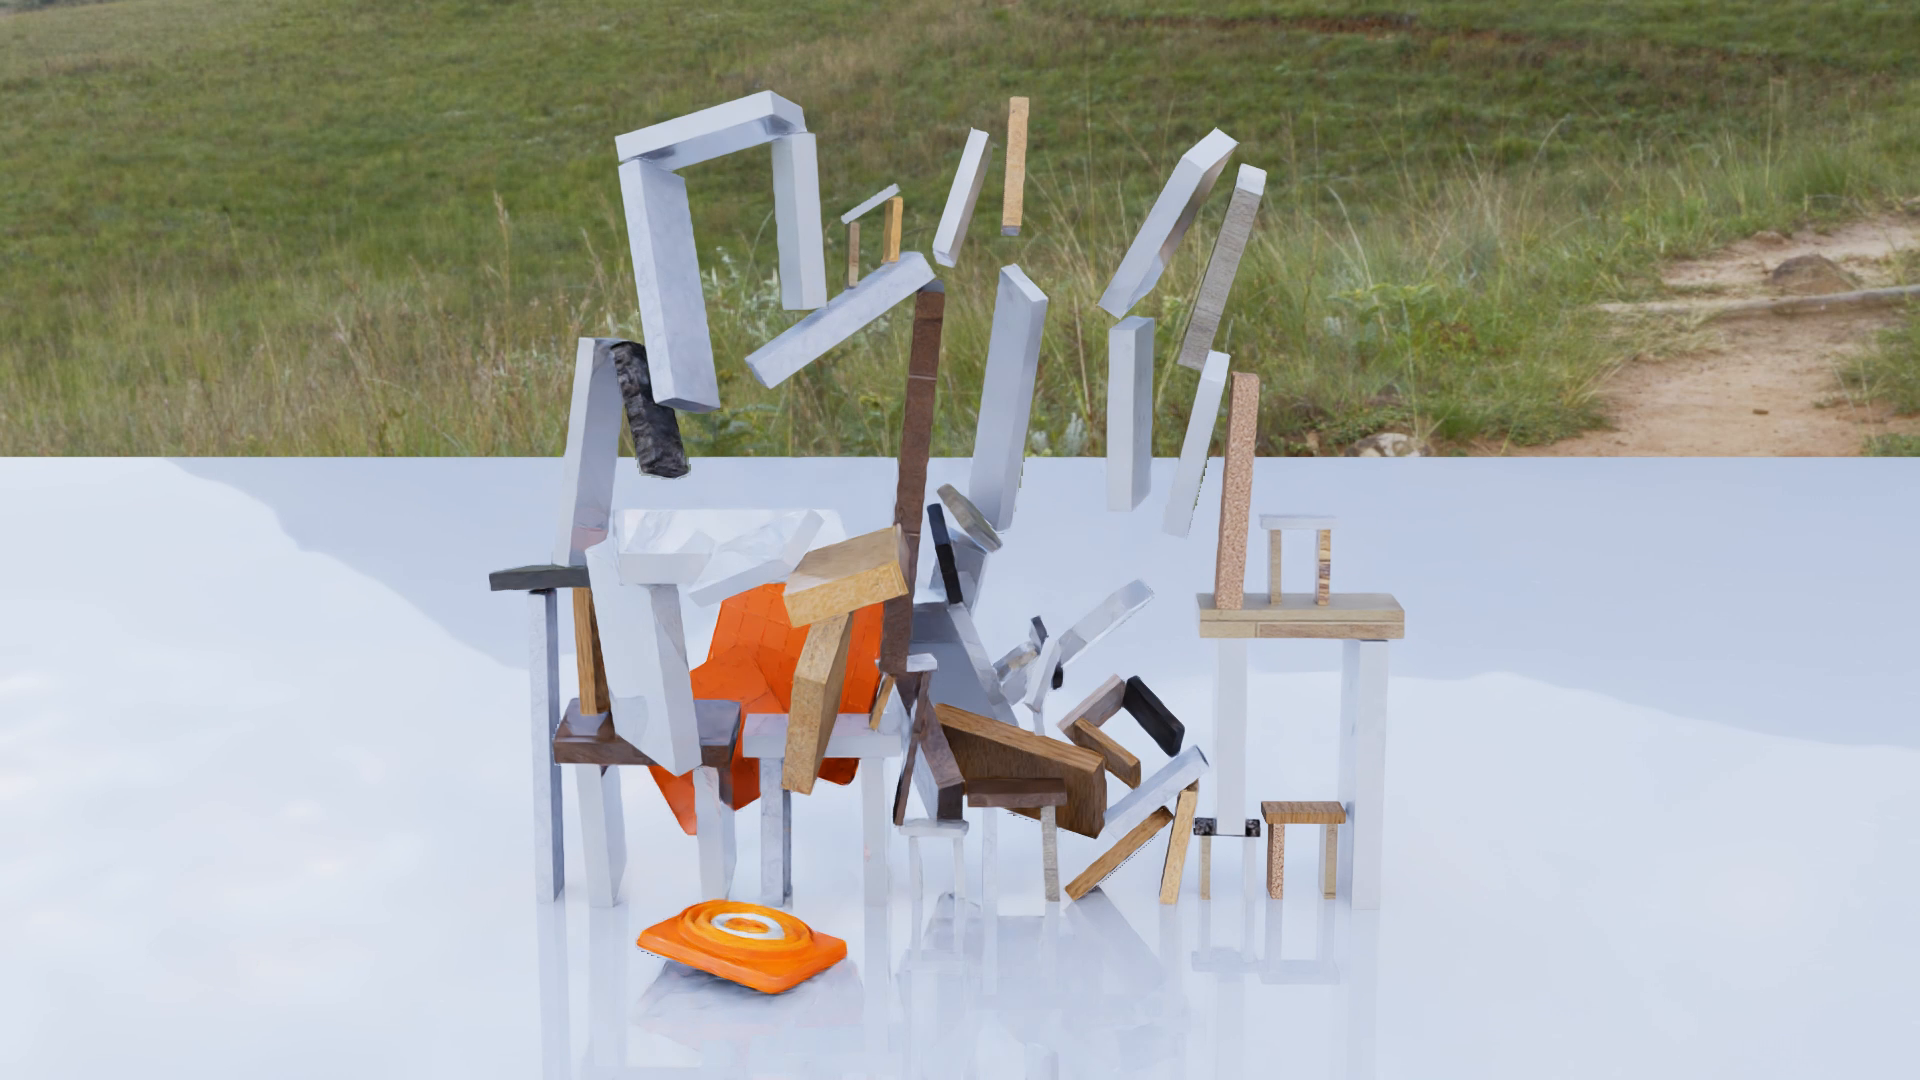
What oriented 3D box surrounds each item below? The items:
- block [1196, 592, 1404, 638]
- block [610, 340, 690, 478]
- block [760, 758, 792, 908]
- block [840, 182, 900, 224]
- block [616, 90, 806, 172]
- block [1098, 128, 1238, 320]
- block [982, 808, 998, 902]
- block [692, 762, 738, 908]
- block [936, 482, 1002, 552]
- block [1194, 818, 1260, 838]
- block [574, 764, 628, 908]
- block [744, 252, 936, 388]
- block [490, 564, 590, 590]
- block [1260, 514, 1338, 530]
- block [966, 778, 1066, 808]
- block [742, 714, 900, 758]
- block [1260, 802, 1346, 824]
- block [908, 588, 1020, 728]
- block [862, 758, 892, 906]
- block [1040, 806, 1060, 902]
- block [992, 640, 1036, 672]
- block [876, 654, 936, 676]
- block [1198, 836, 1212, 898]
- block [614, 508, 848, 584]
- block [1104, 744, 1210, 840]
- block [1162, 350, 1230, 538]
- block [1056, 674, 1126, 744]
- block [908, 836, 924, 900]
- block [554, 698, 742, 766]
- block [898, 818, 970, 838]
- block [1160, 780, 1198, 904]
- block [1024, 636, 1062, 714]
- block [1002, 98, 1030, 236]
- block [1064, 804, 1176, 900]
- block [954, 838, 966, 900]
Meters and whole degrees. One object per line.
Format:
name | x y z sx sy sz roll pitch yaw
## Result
block | 0.551 0.123 3.592 0.324 0.046 0.162 0 8 4
block | -0.481 -0.202 3.418 0.029 0.205 0.103 -18 -10 19
block | -0.304 0.463 3.639 0.036 0.256 0.128 1 12 2
block | -0.140 -0.523 3.423 0.100 0.014 0.050 -32 8 -1
block | -0.387 -0.632 3.423 0.264 0.037 0.132 -13 -5 17
block | 0.332 -0.506 3.524 0.043 0.301 0.150 35 37 8
block | 0.050 0.510 3.655 0.023 0.163 0.081 0 11 0
block | -0.401 0.447 3.605 0.039 0.278 0.139 1 26 2
block | 0.017 -0.037 3.707 0.024 0.086 0.173 -38 -20 5
block | 0.442 0.476 3.641 0.109 0.015 0.054 1 9 6
block | -0.587 0.446 3.606 0.039 0.278 0.139 0 26 2
block | -0.189 -0.345 3.426 0.308 0.044 0.154 -35 13 -5
block | -0.644 0.057 3.534 0.203 0.029 0.101 -3 5 29
block | 0.549 -0.030 3.566 0.123 0.017 0.062 0 8 5
block | 0.093 0.418 3.637 0.163 0.023 0.081 -1 11 -1
block | -0.225 0.320 3.611 0.256 0.036 0.128 0 12 -1
block | 0.569 0.452 3.648 0.131 0.018 0.065 0 11 0
block | -0.020 0.232 3.942 0.159 0.318 0.045 -4 30 38
block | -0.137 0.463 3.643 0.036 0.256 0.128 0 12 3
block | 0.151 0.509 3.656 0.023 0.163 0.081 -3 10 4
block | 0.109 0.202 3.898 0.058 0.016 0.115 -18 -12 -30
block | -0.088 0.203 3.592 0.093 0.013 0.046 -6 14 -11
block | 0.407 0.536 3.657 0.015 0.109 0.054 0 8 2
block | -0.342 0.008 3.285 0.338 0.048 0.169 0 23 -12
block | 0.323 0.414 3.626 0.194 0.028 0.097 -38 4 6
block | 0.388 -0.158 3.613 0.039 0.278 0.139 14 25 4
block | 0.230 0.287 3.719 0.019 0.133 0.067 51 3 38
block | -0.073 0.537 3.657 0.015 0.108 0.054 -2 10 4
block | -0.499 0.307 3.528 0.278 0.039 0.139 1 26 2
block | -0.043 0.476 3.638 0.108 0.015 0.054 2 8 10
block | 0.363 0.494 3.647 0.028 0.194 0.097 11 12 5
block | 0.134 0.218 3.547 0.016 0.113 0.057 16 -13 18
block | 0.086 -0.583 3.443 0.028 0.198 0.099 4 -1 -1
block | 0.263 0.517 3.632 0.194 0.028 0.097 -45 -11 28
block | -0.002 0.536 3.659 0.015 0.108 0.054 -3 11 -1
